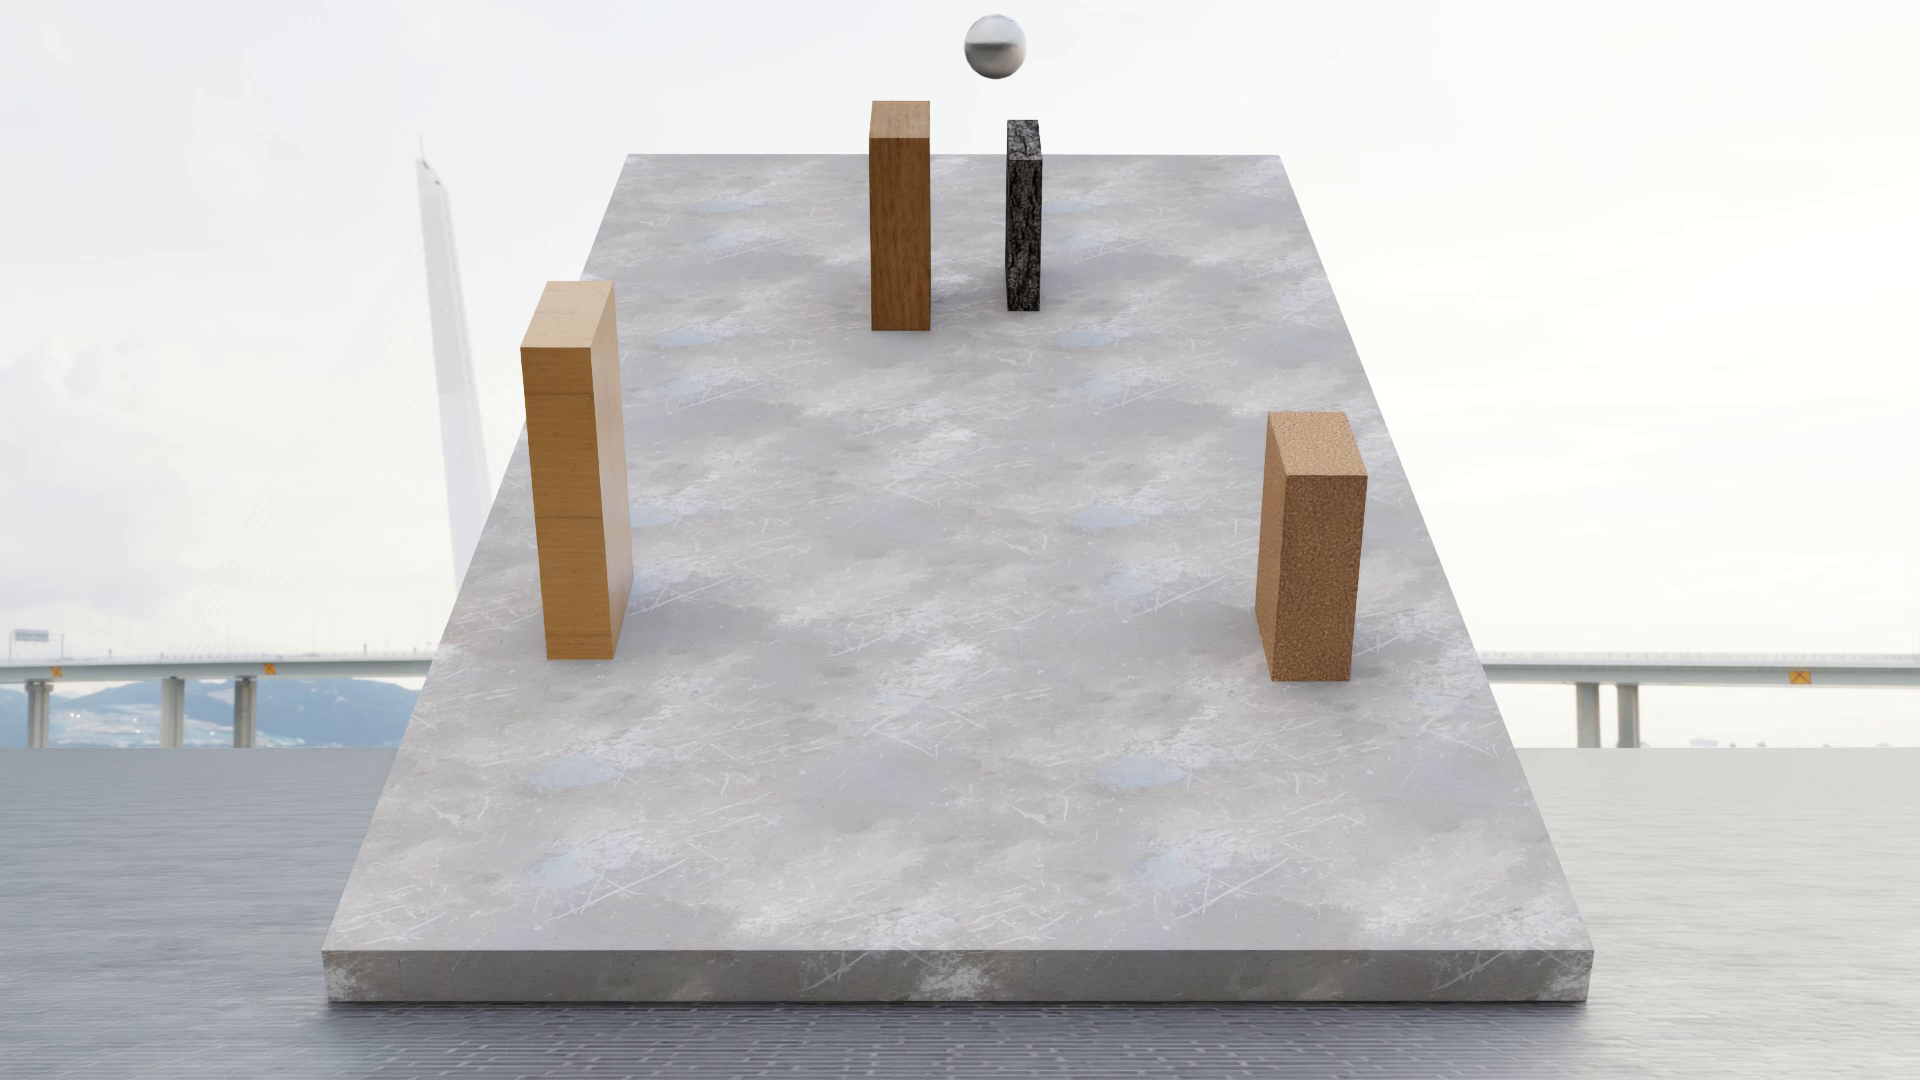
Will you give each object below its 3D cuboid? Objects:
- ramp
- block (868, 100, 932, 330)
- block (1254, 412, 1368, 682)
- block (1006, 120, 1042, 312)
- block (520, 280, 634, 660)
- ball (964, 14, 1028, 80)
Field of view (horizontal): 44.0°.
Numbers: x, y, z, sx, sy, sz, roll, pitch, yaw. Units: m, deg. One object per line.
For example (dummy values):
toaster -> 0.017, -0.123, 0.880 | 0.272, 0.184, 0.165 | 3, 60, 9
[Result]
ramp -> -0.011, -0.226, 5.530 | 2.000, 0.100, 4.000 | 0, 27, 0
block -> -0.150, -0.826, 6.035 | 0.148, 0.505, 0.313 | 0, 27, 0
block -> 0.660, 0.011, 4.493 | 0.146, 0.430, 0.278 | 0, 27, 0
block -> 0.165, -0.849, 6.191 | 0.083, 0.406, 0.338 | 0, 27, 0
block -> -0.725, -0.133, 4.533 | 0.126, 0.644, 0.330 | 0, 27, 0
ball -> 0.109, -1.508, 7.257 | 0.197, 0.197, 0.197 | 0, -5, 0
